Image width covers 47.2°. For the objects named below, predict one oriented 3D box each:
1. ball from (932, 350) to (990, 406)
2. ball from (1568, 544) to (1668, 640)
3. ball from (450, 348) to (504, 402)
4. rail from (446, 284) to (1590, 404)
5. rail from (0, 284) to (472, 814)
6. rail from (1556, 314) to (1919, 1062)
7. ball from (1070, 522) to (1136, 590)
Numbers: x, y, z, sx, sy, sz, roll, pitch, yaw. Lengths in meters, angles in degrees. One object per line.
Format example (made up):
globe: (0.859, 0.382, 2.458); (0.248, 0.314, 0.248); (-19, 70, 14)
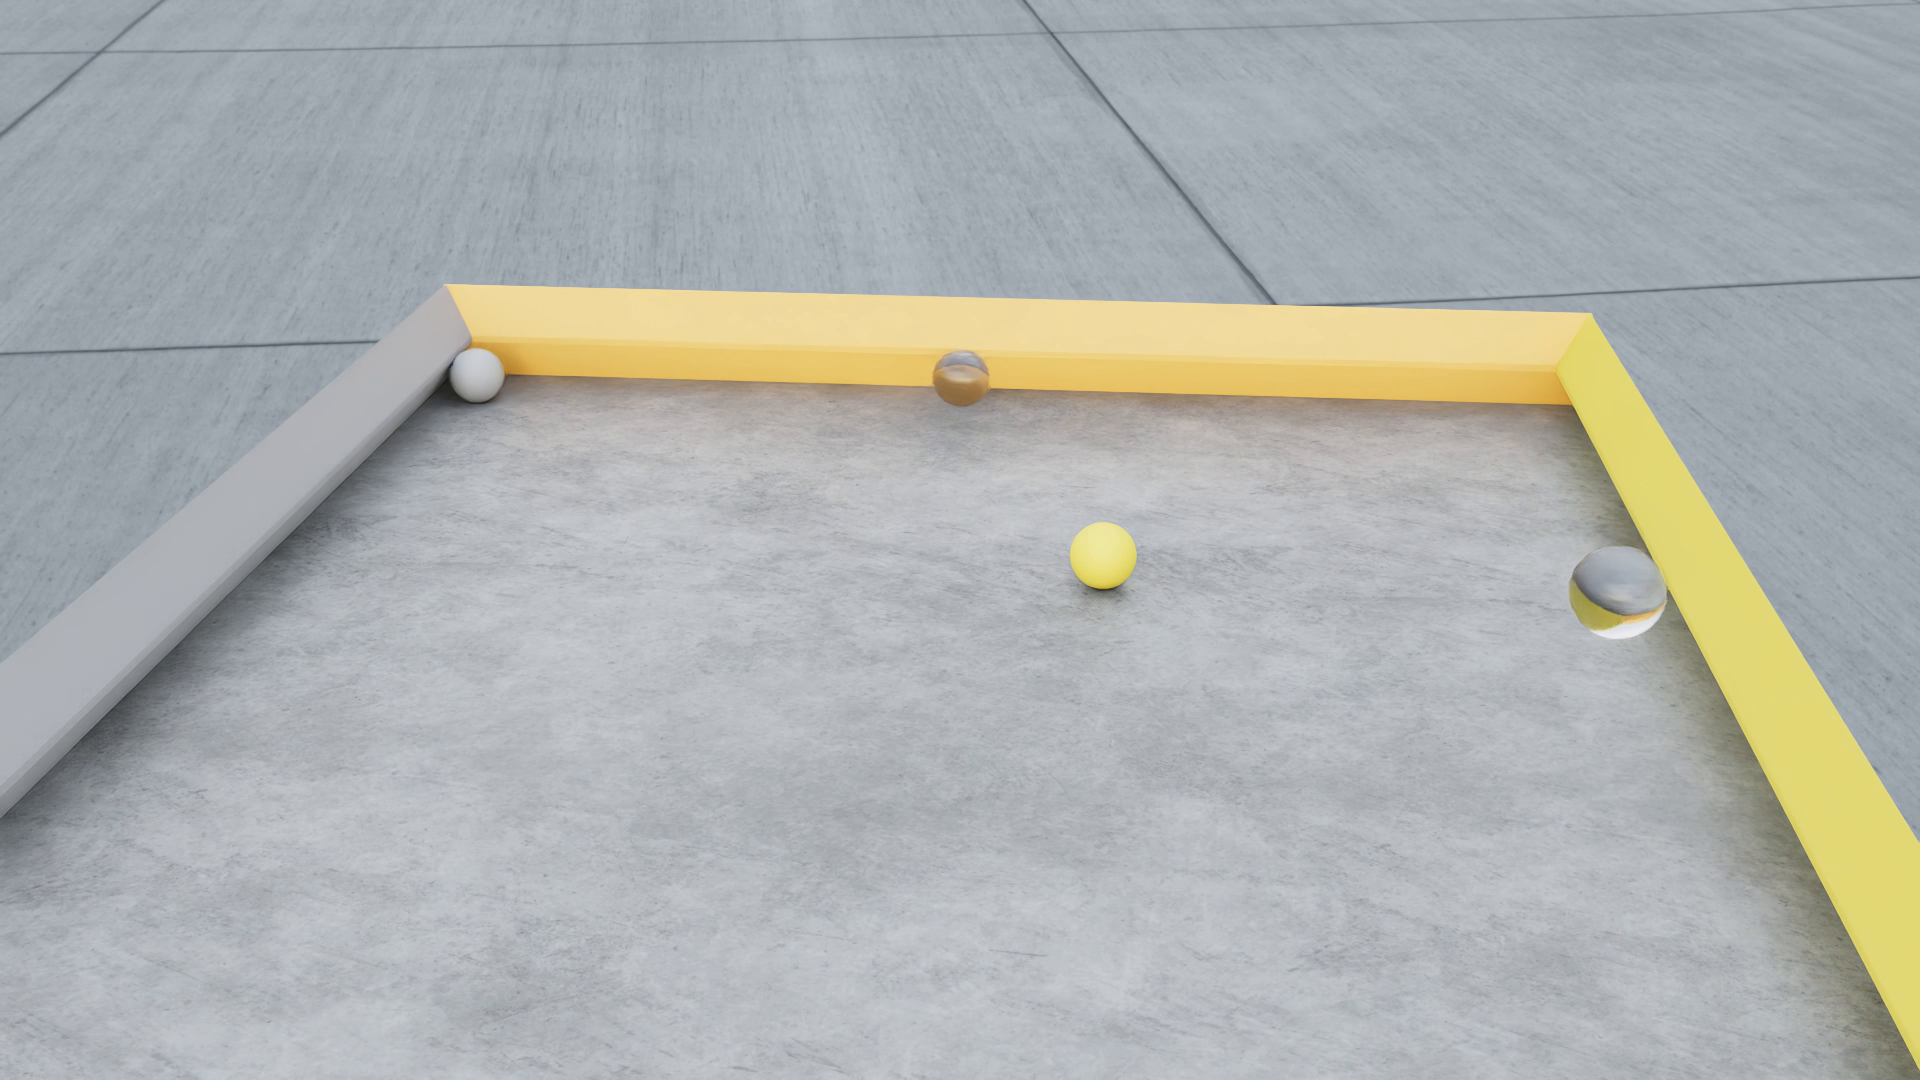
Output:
ball: (0.001, -0.209, 2.837); (0.074, 0.074, 0.074); (0, 22, 0)
ball: (0.646, 0.051, 2.162); (0.093, 0.093, 0.093); (0, 22, 0)
ball: (-0.626, -0.214, 2.853); (0.070, 0.070, 0.070); (0, 22, 0)
rail: (0.057, -0.250, 2.872); (1.501, 0.121, 0.045); (2, 22, 5)
rail: (-0.783, 0.185, 1.788); (0.045, 0.121, 2.529); (2, 22, 5)
rail: (0.664, 0.236, 1.662); (0.045, 0.121, 2.529); (2, 22, 5)
ball: (0.149, 0.016, 2.281); (0.070, 0.070, 0.070); (0, 22, 0)
